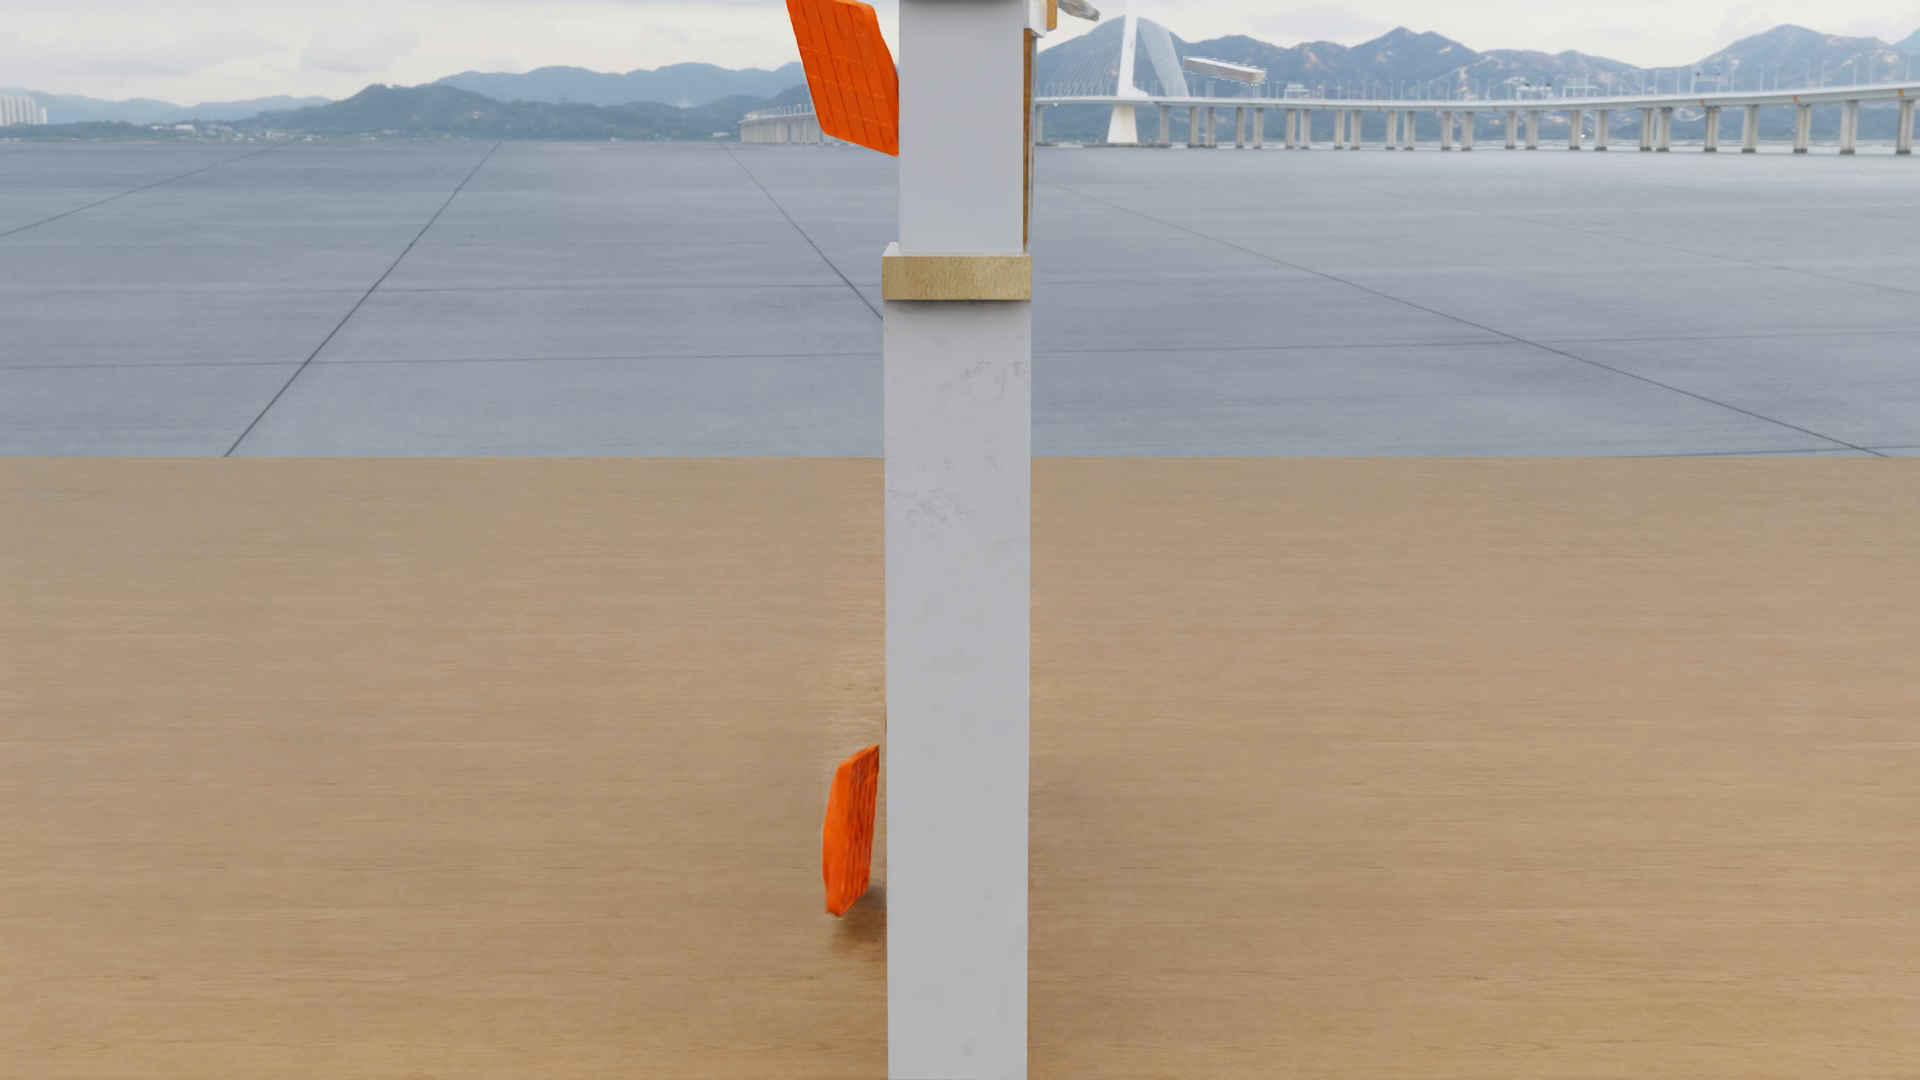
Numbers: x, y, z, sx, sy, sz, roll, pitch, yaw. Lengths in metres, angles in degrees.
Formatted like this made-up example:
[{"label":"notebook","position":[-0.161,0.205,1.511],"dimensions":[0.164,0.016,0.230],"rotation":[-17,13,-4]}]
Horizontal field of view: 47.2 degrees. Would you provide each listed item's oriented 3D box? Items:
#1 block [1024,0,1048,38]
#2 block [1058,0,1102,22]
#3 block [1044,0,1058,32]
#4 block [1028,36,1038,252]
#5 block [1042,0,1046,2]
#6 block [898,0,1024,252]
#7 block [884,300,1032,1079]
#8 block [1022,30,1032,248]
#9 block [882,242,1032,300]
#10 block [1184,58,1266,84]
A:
[{"label":"block","position":[0.026,-0.741,3.100],"dimensions":[0.171,0.048,0.342],"rotation":[3,11,5]},{"label":"block","position":[0.173,-0.830,3.408],"dimensions":[0.057,0.016,0.113],"rotation":[28,7,-25]},{"label":"block","position":[0.044,-0.831,3.486],"dimensions":[0.179,0.051,0.357],"rotation":[1,10,-5]},{"label":"block","position":[0.023,-0.571,3.253],"dimensions":[0.171,0.342,0.048],"rotation":[2,11,4]},{"label":"block","position":[0.069,-0.898,3.194],"dimensions":[0.113,0.226,0.032],"rotation":[6,16,19]},{"label":"block","position":[0.001,-0.508,2.703],"dimensions":[0.152,0.304,0.043],"rotation":[0,11,0]},{"label":"block","position":[-0.003,0.219,2.783],"dimensions":[0.179,1.053,0.051],"rotation":[0,10,0]},{"label":"block","position":[0.008,-0.497,3.023],"dimensions":[0.171,0.402,0.048],"rotation":[1,11,-1]},{"label":"block","position":[-0.004,-0.346,2.801],"dimensions":[0.179,0.051,0.358],"rotation":[0,11,0]},{"label":"block","position":[0.410,-0.727,3.403],"dimensions":[0.113,0.016,0.057],"rotation":[16,19,19]}]
